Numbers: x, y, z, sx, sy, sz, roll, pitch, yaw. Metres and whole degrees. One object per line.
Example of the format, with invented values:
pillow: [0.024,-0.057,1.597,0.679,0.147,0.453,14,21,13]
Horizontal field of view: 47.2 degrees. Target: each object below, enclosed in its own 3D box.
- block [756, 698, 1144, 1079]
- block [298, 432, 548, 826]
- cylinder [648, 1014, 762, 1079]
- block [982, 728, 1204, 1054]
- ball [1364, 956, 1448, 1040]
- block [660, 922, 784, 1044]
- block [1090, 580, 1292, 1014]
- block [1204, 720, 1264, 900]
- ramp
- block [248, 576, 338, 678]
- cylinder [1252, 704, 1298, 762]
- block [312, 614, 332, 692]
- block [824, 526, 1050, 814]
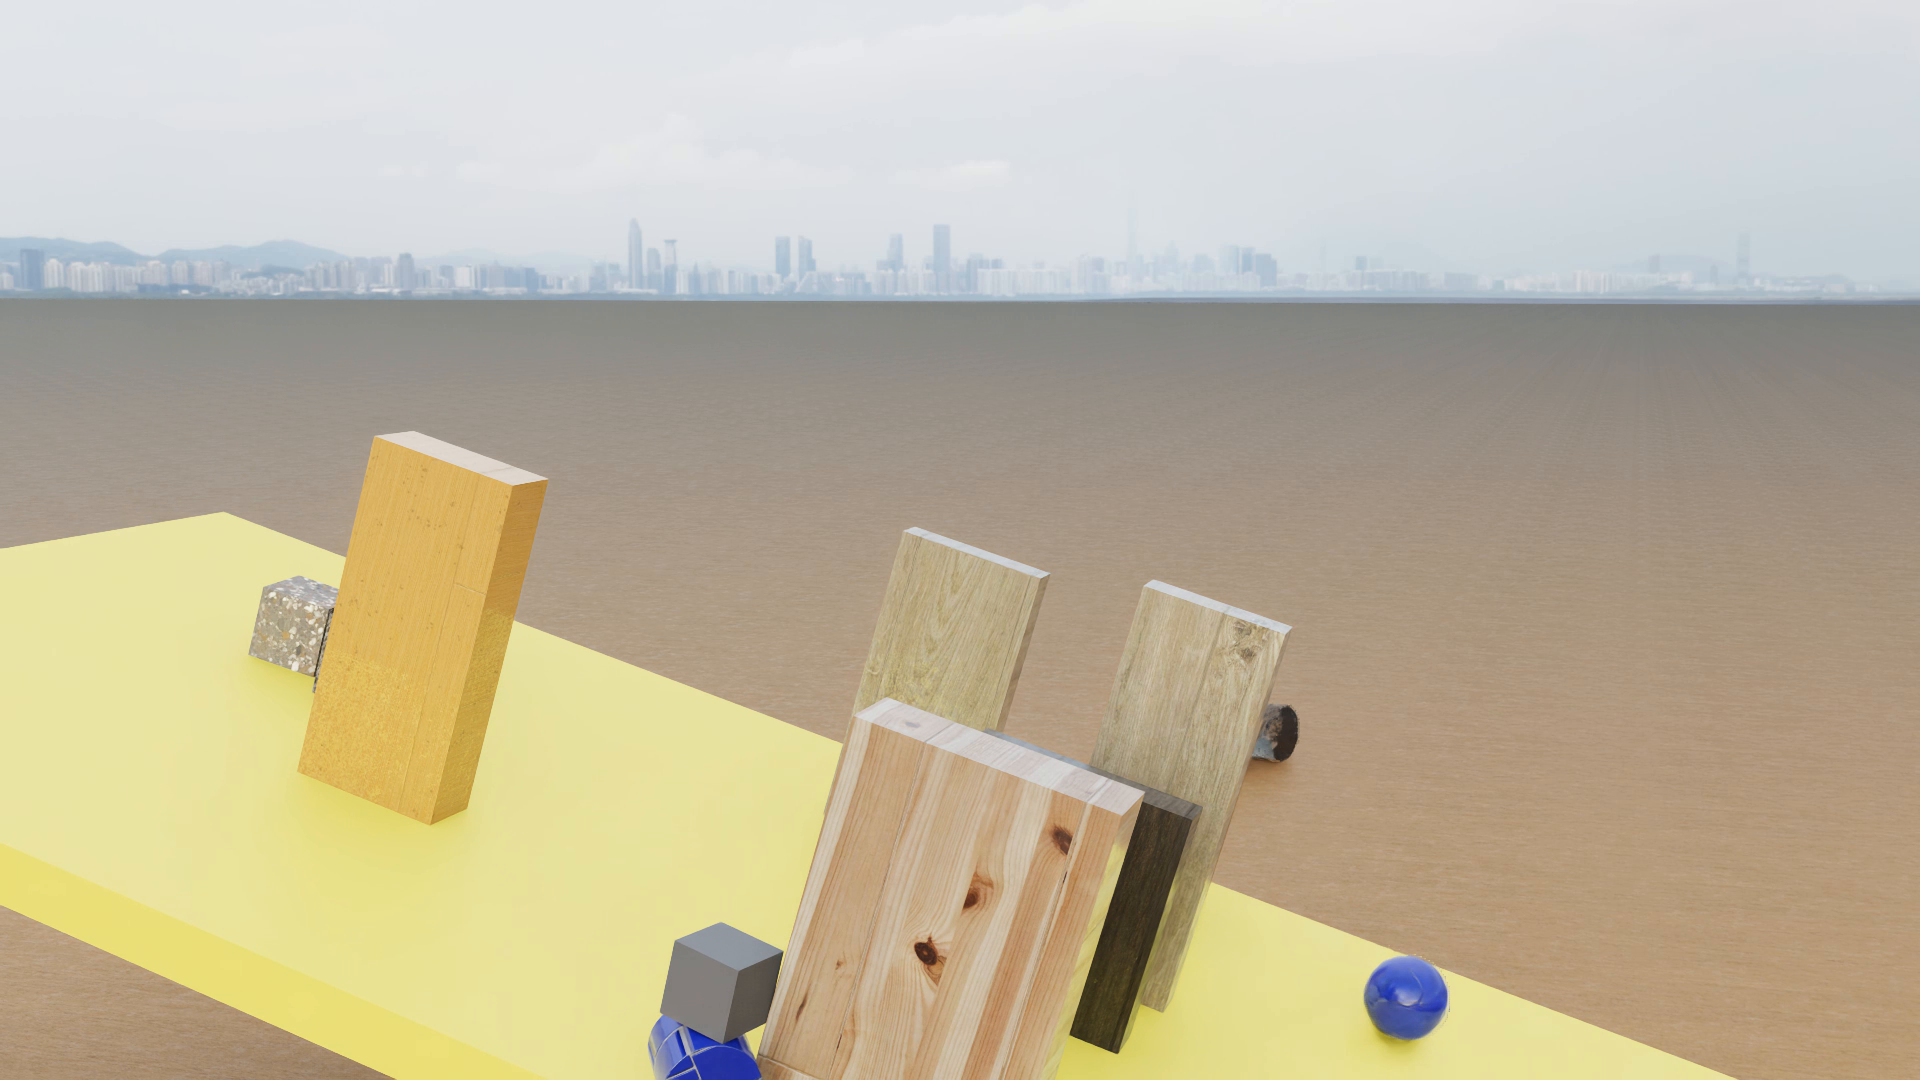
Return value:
block: [-0.030,0.620,3.278,0.419,0.652,0.149,19,12,14]
block: [-1.003,0.162,4.098,0.292,0.664,0.136,19,12,14]
cylinder: [-0.381,0.786,3.278,0.149,0.149,0.149,-2,16,-16]
block: [0.166,0.632,3.985,0.421,0.457,0.101,19,12,14]
ball: [0.888,0.912,4.381,0.166,0.166,0.166,0,7,0]
block: [-0.353,0.656,3.264,0.117,0.117,0.117,19,14,26]
block: [0.377,0.487,4.176,0.277,0.771,0.090,19,12,14]
block: [0.442,0.551,4.828,0.318,0.428,0.108,19,12,14]
ramp: [-0.372,0.720,4.236,4.000,0.100,2.000,19,12,14]
block: [-1.406,0.184,4.728,0.154,0.154,0.154,18,12,9]
cylinder: [1.155,0.731,8.445,0.210,0.210,0.210,5,9,38]
block: [-1.213,0.255,4.603,0.174,0.174,0.174,20,12,20]
block: [-0.052,0.329,4.656,0.310,0.645,0.081,19,12,14]
